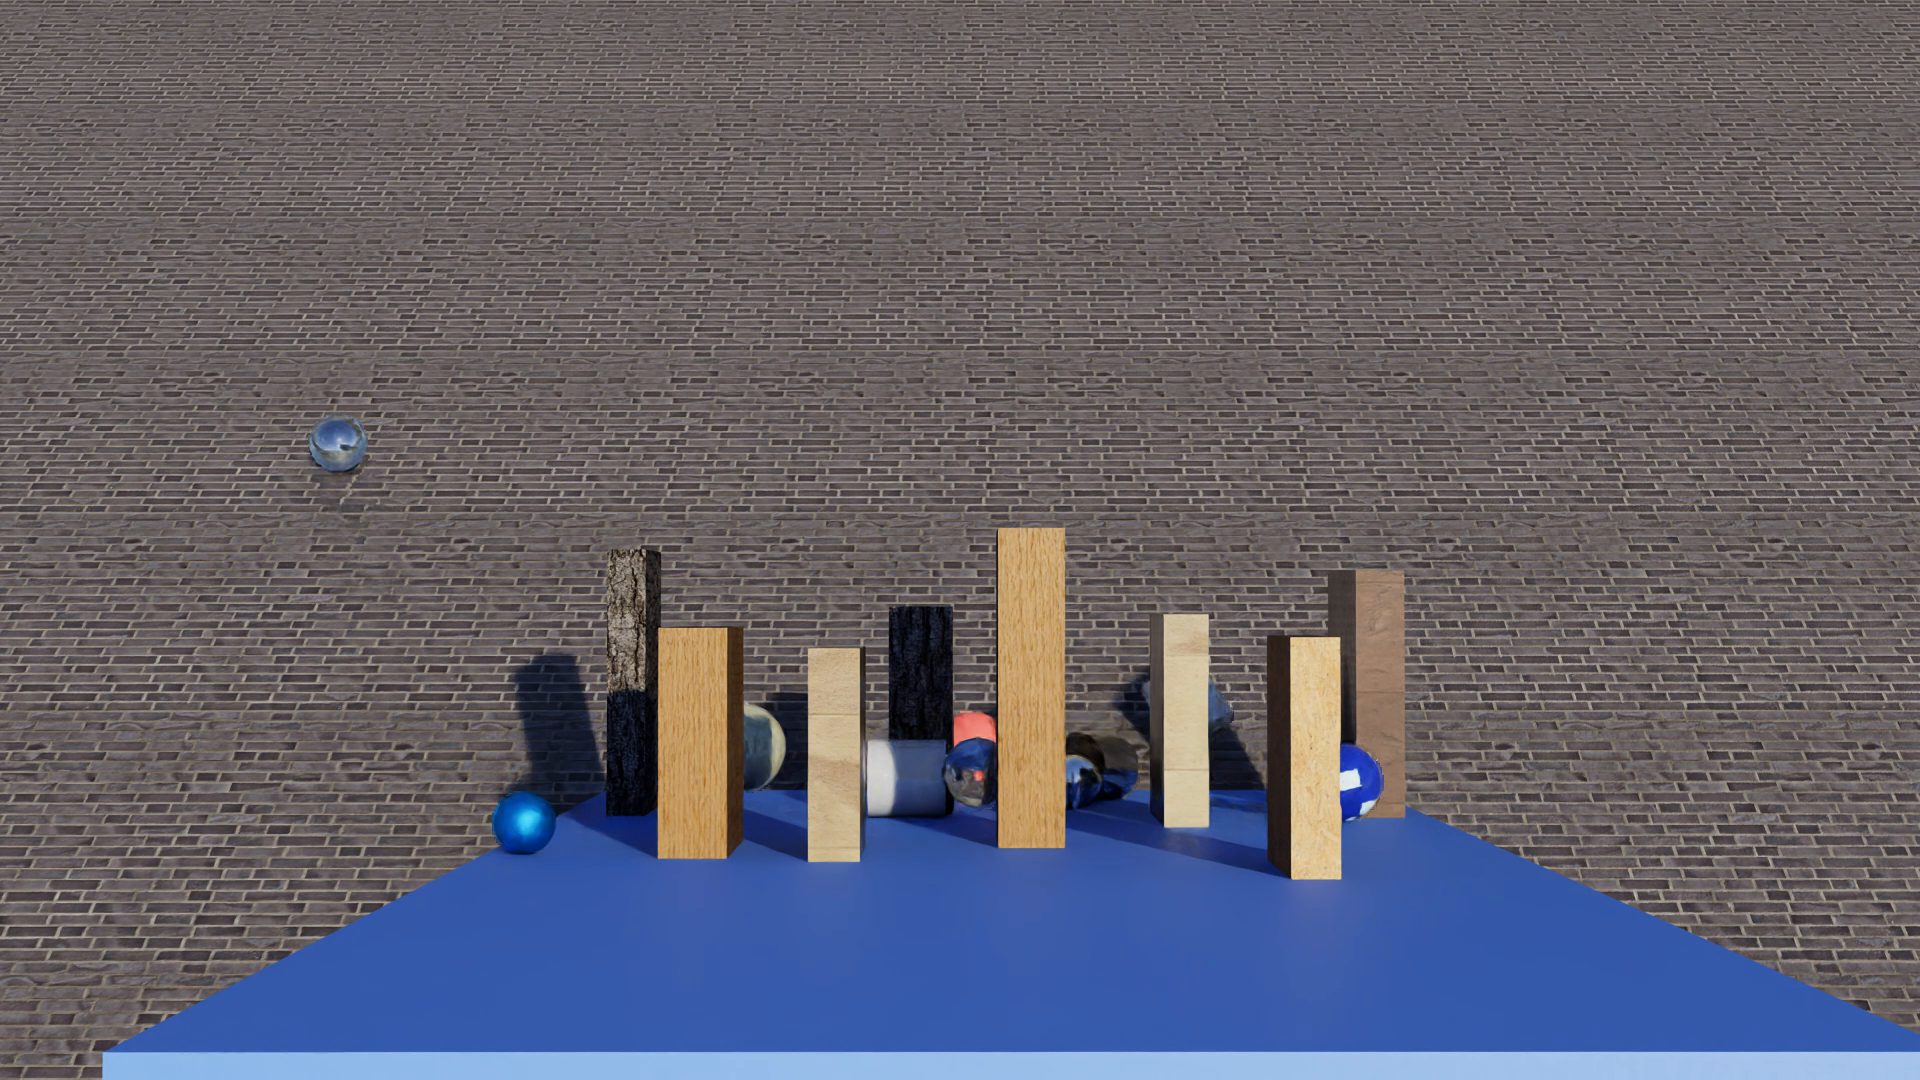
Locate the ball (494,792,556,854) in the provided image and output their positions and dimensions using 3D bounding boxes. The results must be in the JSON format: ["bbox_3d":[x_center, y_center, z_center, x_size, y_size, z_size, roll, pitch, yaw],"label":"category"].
[{"bbox_3d":[-0.846,0.550,5.048,0.120,0.120,0.120,0,34,0],"label":"ball"}]

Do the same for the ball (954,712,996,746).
[{"bbox_3d":[0.034,0.552,6.802,0.205,0.205,0.205,0,34,0],"label":"ball"}]

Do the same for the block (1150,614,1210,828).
[{"bbox_3d":[0.493,0.399,5.867,0.098,0.463,0.419,0,-1,0],"label":"block"}]

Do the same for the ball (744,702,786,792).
[{"bbox_3d":[-0.501,0.476,5.959,0.203,0.203,0.203,0,34,0],"label":"ball"}]

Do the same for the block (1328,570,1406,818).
[{"bbox_3d":[0.957,0.356,6.129,0.110,0.562,0.445,0,-1,0],"label":"block"}]

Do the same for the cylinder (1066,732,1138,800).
[{"bbox_3d":[0.329,0.557,6.382,0.162,0.162,0.162,27,10,34],"label":"cylinder"}]

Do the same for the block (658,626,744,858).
[{"bbox_3d":[-0.510,0.392,5.138,0.131,0.440,0.372,0,-1,0],"label":"block"}]

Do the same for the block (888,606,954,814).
[{"bbox_3d":[-0.091,0.398,6.140,0.148,0.481,0.243,0,-1,0],"label":"block"}]

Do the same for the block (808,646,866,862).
[{"bbox_3d":[-0.238,0.409,5.044,0.098,0.401,0.300,0,-1,0],"label":"block"}]

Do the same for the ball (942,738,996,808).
[{"bbox_3d":[0.039,0.517,5.773,0.156,0.156,0.156,0,34,0],"label":"ball"}]

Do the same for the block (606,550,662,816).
[{"bbox_3d":[-0.768,0.332,6.128,0.088,0.612,0.312,0,-1,0],"label":"block"}]

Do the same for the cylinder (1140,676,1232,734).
[{"bbox_3d":[0.612,0.442,7.030,0.183,0.183,0.183,-21,72,-28],"label":"cylinder"}]

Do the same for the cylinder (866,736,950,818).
[{"bbox_3d":[-0.120,0.544,5.926,0.177,0.177,0.177,-5,34,0],"label":"cylinder"}]

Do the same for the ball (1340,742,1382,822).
[{"bbox_3d":[0.852,0.540,5.794,0.177,0.177,0.177,0,34,0],"label":"ball"}]

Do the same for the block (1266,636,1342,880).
[{"bbox_3d":[0.627,0.389,4.752,0.088,0.426,0.353,0,-1,0],"label":"block"}]

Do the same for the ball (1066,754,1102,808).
[{"bbox_3d":[0.273,0.574,6.173,0.130,0.130,0.130,0,34,0],"label":"ball"}]

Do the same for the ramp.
[{"bbox_3d":[0.075,0.653,4.796,2.000,0.100,4.000,0,-1,0],"label":"ramp"}]

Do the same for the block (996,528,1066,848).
[{"bbox_3d":[0.143,0.298,5.304,0.133,0.637,0.272,0,-1,0],"label":"block"}]

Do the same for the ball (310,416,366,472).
[{"bbox_3d":[-1.965,-0.304,8.203,0.175,0.175,0.175,0,34,0],"label":"ball"}]
